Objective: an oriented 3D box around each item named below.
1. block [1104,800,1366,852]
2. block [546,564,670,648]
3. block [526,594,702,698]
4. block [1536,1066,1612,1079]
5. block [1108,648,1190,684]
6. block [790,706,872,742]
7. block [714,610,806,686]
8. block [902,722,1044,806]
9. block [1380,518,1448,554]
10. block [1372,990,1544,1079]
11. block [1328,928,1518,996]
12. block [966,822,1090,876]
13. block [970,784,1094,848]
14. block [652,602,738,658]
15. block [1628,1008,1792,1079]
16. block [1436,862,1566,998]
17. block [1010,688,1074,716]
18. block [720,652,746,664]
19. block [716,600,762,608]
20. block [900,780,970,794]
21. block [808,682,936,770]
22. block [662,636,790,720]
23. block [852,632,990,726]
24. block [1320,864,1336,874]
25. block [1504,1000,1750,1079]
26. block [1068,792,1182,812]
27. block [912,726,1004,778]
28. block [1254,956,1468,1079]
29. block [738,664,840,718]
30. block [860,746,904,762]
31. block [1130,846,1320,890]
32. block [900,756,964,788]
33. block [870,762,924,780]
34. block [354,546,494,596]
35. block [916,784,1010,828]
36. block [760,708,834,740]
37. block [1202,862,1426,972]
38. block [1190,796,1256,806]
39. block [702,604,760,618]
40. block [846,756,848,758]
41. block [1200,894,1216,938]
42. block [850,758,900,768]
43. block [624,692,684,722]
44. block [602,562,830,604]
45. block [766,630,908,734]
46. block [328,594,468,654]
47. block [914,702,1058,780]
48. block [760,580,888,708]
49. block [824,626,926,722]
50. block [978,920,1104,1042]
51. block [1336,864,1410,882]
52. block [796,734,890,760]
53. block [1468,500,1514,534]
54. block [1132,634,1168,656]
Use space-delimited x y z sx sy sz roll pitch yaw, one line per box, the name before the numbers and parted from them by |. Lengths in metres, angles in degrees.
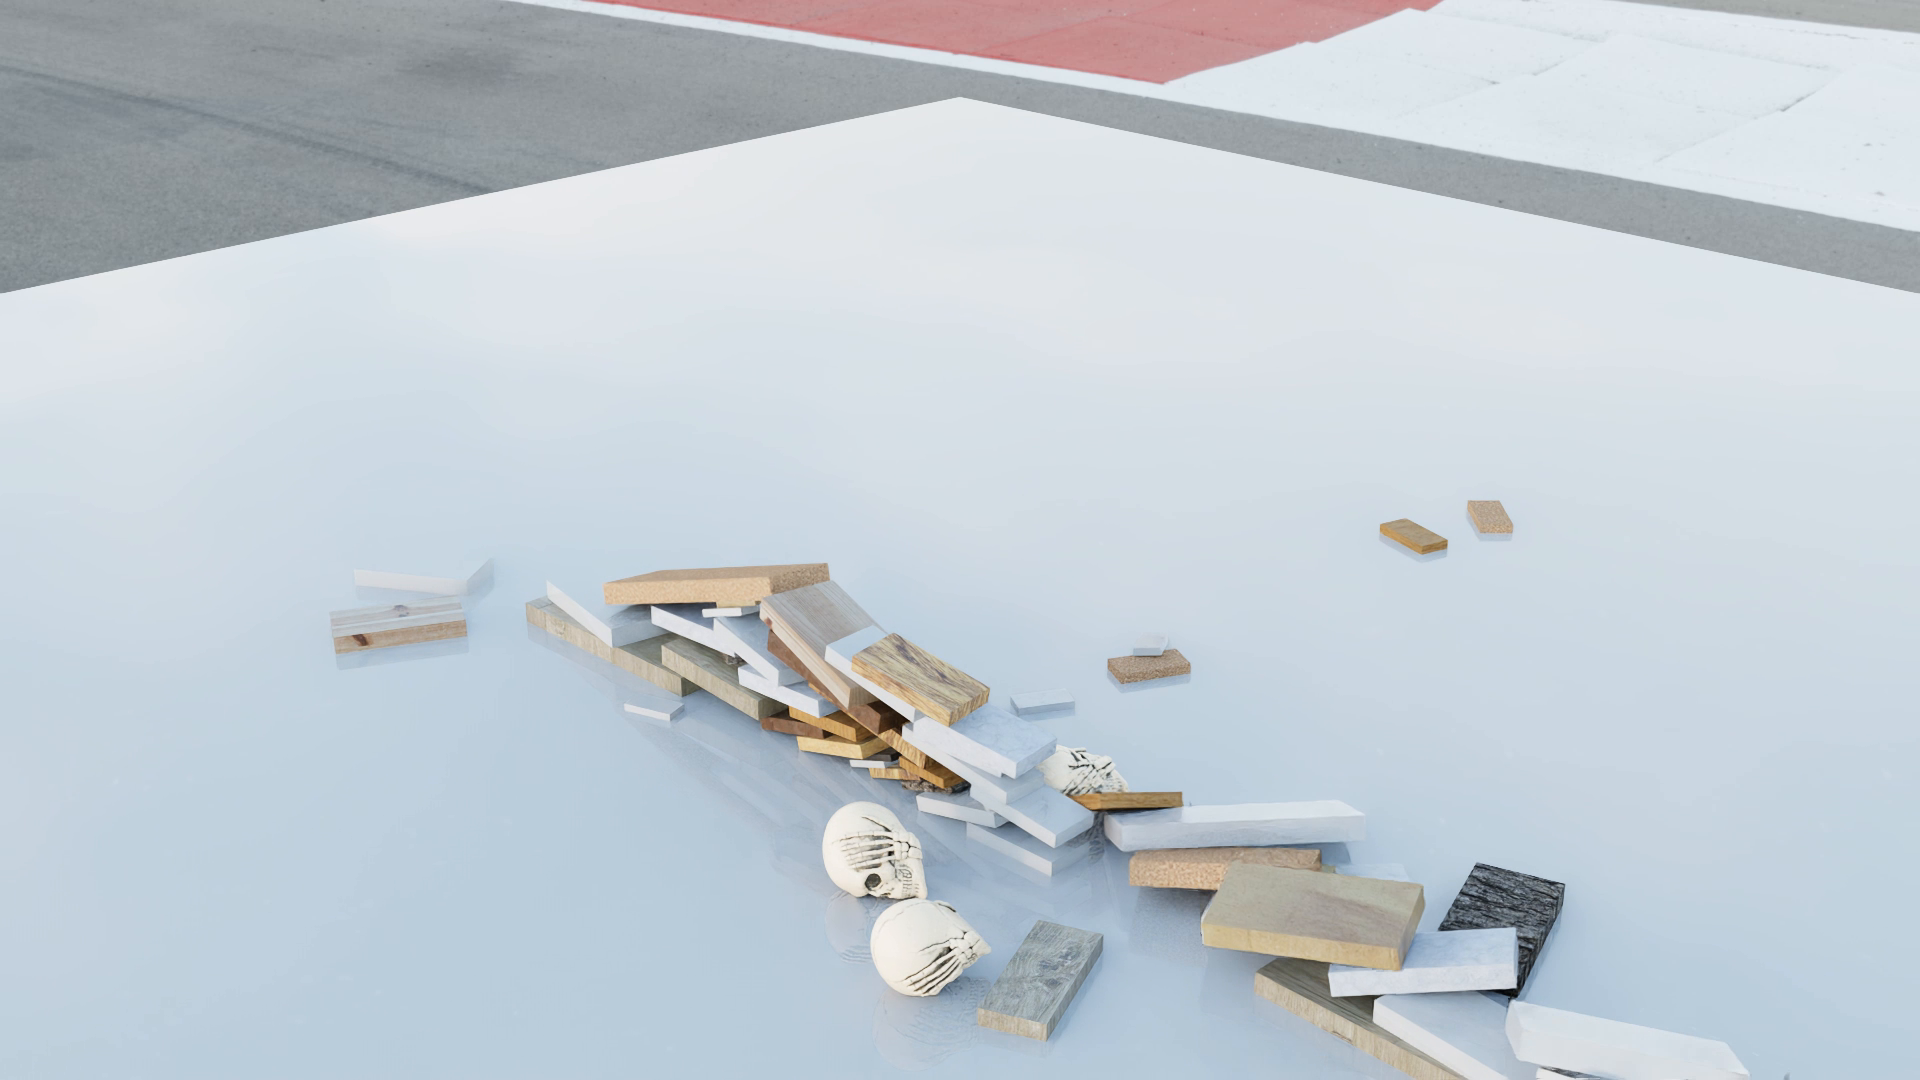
block | 0.534 0.557 4.297 0.478 0.049 0.174 -2 3 -8
block | -0.827 0.153 5.214 0.171 0.048 0.341 -15 27 -32
block | -0.775 0.228 5.162 0.583 0.048 0.171 21 30 40
block | 1.050 0.866 3.491 0.252 0.036 0.126 7 -1 -34
block | 0.434 0.289 5.048 0.171 0.024 0.086 -7 24 -17
block | -0.252 0.368 4.644 0.106 0.030 0.211 -21 26 -40
block | -0.405 0.229 4.772 0.139 0.039 0.278 -12 29 -33
block | 0.025 0.430 4.383 0.107 0.030 0.297 -21 38 -40
block | 1.187 -0.010 5.754 0.086 0.024 0.171 -12 26 -26
block | 0.856 0.824 3.652 0.154 0.044 0.308 -18 29 -36
block | 0.797 0.724 3.774 0.308 0.044 0.154 -6 11 17
block | 0.133 0.588 4.335 0.224 0.032 0.112 20 30 39
block | 0.141 0.518 4.305 0.224 0.032 0.112 28 35 36
block | -0.548 0.187 4.991 0.152 0.043 0.303 -18 25 -41
block | 1.227 0.872 3.658 0.259 0.037 0.130 19 30 38
block | 0.982 0.710 4.027 0.169 0.048 0.337 11 26 25
block | 0.183 0.360 4.889 0.130 0.018 0.065 -6 24 -15
block | -0.433 0.242 4.932 0.202 0.018 0.065 -8 27 -21
block | -0.477 0.133 4.871 0.119 0.017 0.059 -4 7 39
block | -0.042 0.490 4.495 0.076 0.021 0.151 -22 13 -41
block | -0.145 0.348 4.562 0.347 0.039 0.139 33 38 33
block | -0.492 0.290 4.902 0.171 0.048 0.341 -21 33 -40
block | -0.079 0.275 4.358 0.252 0.036 0.126 28 36 29
block | 0.652 0.641 4.226 0.130 0.018 0.065 7 24 15
block | 1.058 0.815 3.506 0.348 0.049 0.174 10 5 7
block | 0.326 0.519 4.364 0.213 0.030 0.107 4 -12 -36
block | 0.024 0.398 4.378 0.213 0.030 0.107 22 33 28
block | 0.815 0.855 3.691 0.154 0.044 0.693 -21 31 -40
block | -0.337 0.307 4.730 0.139 0.039 0.278 -20 25 -38
block | -0.157 0.444 4.586 0.053 0.015 0.105 -21 12 -38
block | 0.500 0.616 4.138 0.338 0.048 0.169 0 3 15
block | -0.048 0.460 4.465 0.076 0.021 0.151 -18 24 -33
block | -0.110 0.472 4.561 0.151 0.021 0.076 -3 14 46
block | -1.346 0.077 5.524 0.303 0.043 0.152 5 24 12
block | 0.030 0.526 4.418 0.112 0.032 0.224 -22 18 -40
block | -0.324 0.387 4.746 0.106 0.030 0.211 -21 17 -40
block | 0.616 0.654 3.834 0.348 0.049 0.174 3 32 27
block | 0.535 0.547 4.449 0.130 0.018 0.065 -3 23 -7
block | -0.506 0.155 4.864 0.119 0.017 0.059 -4 7 39
block | -0.231 0.443 4.662 0.053 0.015 0.105 -20 15 -39
block | 0.616 0.676 3.971 0.338 0.048 0.169 -5 3 14
block | -0.176 0.460 4.608 0.105 0.015 0.053 -3 14 46
block | -0.676 0.370 4.868 0.119 0.017 0.059 11 25 24
block | -0.557 0.100 4.976 0.579 0.050 0.177 -3 8 43
block | -0.220 0.267 4.588 0.177 0.050 0.355 -21 42 -40
block | -1.338 0.200 5.235 0.303 0.043 0.152 -8 24 -17
block | 0.049 0.378 4.348 0.259 0.037 0.130 25 34 32
block | -0.249 0.213 4.572 0.177 0.050 0.355 -14 38 -33
block | -0.136 0.267 4.427 0.259 0.037 0.130 32 38 34
block | 0.145 0.775 3.888 0.126 0.036 0.298 9 25 20
block | 0.790 0.647 4.213 0.130 0.018 0.065 -1 23 -3
block | -0.237 0.422 4.655 0.106 0.030 0.211 -21 15 -40
block | 1.416 -0.063 5.878 0.085 0.024 0.171 0 23 1
block | 0.444 0.244 5.119 0.065 0.018 0.130 -2 10 13
